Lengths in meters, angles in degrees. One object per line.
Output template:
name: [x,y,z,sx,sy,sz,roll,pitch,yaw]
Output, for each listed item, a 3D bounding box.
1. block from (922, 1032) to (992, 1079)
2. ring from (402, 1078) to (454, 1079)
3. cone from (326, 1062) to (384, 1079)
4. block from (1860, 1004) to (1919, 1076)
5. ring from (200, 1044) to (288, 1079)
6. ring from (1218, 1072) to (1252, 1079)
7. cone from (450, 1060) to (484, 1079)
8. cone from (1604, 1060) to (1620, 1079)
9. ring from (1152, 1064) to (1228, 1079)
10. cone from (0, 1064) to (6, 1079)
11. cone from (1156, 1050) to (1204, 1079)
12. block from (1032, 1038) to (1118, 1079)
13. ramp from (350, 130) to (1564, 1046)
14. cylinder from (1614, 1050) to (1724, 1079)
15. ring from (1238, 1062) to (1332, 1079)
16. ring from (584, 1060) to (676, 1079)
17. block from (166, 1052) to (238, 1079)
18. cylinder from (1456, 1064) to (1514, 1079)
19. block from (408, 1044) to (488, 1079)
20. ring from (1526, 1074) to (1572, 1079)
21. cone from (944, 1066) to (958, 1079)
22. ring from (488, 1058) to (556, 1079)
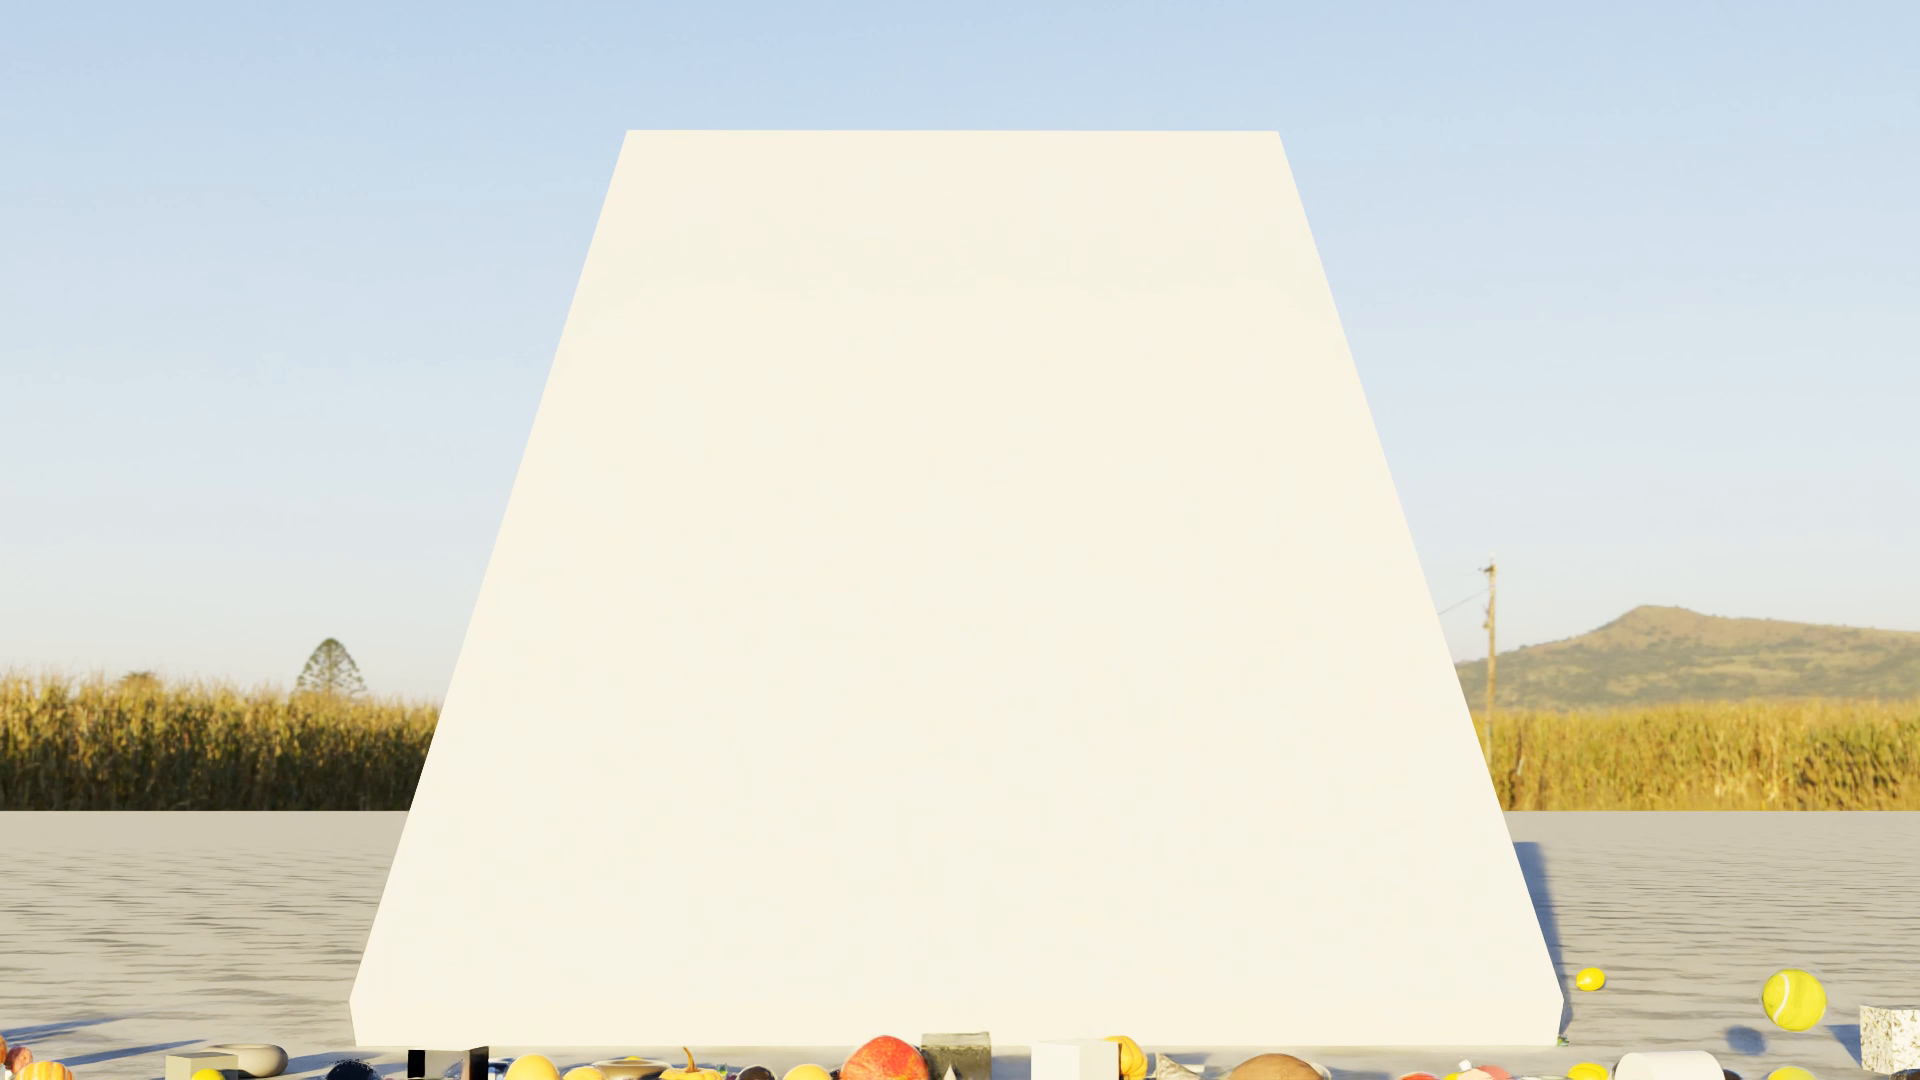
block: [-0.005,0.700,3.177,0.090,0.090,0.090,0,-1,-1]
ring: [-0.690,0.718,3.099,0.139,0.046,0.139,0,-5,0]
cone: [-0.768,0.707,2.986,0.095,0.095,0.095,7,-36,-47]
block: [1.428,0.754,3.650,0.096,0.096,0.096,1,-6,-7]
ring: [-1.066,0.774,3.593,0.133,0.044,0.133,1,-7,0]
ring: [0.330,0.667,2.833,0.031,0.094,0.094,-16,2,-28]
cone: [-0.665,0.754,3.333,0.057,0.057,0.057,26,4,22]
cone: [0.842,0.726,3.124,0.081,0.081,0.081,4,-40,-32]
ring: [0.322,0.748,3.336,0.117,0.039,0.117,1,-5,0]
cone: [-1.263,0.730,3.151,0.077,0.077,0.077,29,13,37]
cone: [0.264,0.670,3.017,0.087,0.087,0.087,-18,-41,-17]
block: [0.155,0.716,3.251,0.083,0.083,0.083,-6,-8,42]
ramp: [-0.013,-0.207,5.738,2.000,0.100,4.000,0,30,0]
cylinder: [0.876,0.680,2.986,0.097,0.097,0.097,2,-7,-17]
ring: [0.446,0.746,3.340,0.134,0.045,0.134,0,-7,0]
ring: [-0.460,0.751,3.377,0.129,0.043,0.129,1,-7,0]
block: [-1.010,0.721,3.223,0.068,0.068,0.068,-6,-9,45]
cylinder: [0.663,0.703,3.063,0.069,0.069,0.069,-3,-7,27]
block: [-0.682,0.716,3.225,0.078,0.078,0.078,-2,-6,15]
ring: [0.814,0.755,3.341,0.080,0.027,0.080,1,-6,0]
cone: [-0.012,0.707,3.099,0.068,0.068,0.068,0,-6,0]
ring: [-0.634,0.763,3.462,0.113,0.038,0.113,1,-6,0]
